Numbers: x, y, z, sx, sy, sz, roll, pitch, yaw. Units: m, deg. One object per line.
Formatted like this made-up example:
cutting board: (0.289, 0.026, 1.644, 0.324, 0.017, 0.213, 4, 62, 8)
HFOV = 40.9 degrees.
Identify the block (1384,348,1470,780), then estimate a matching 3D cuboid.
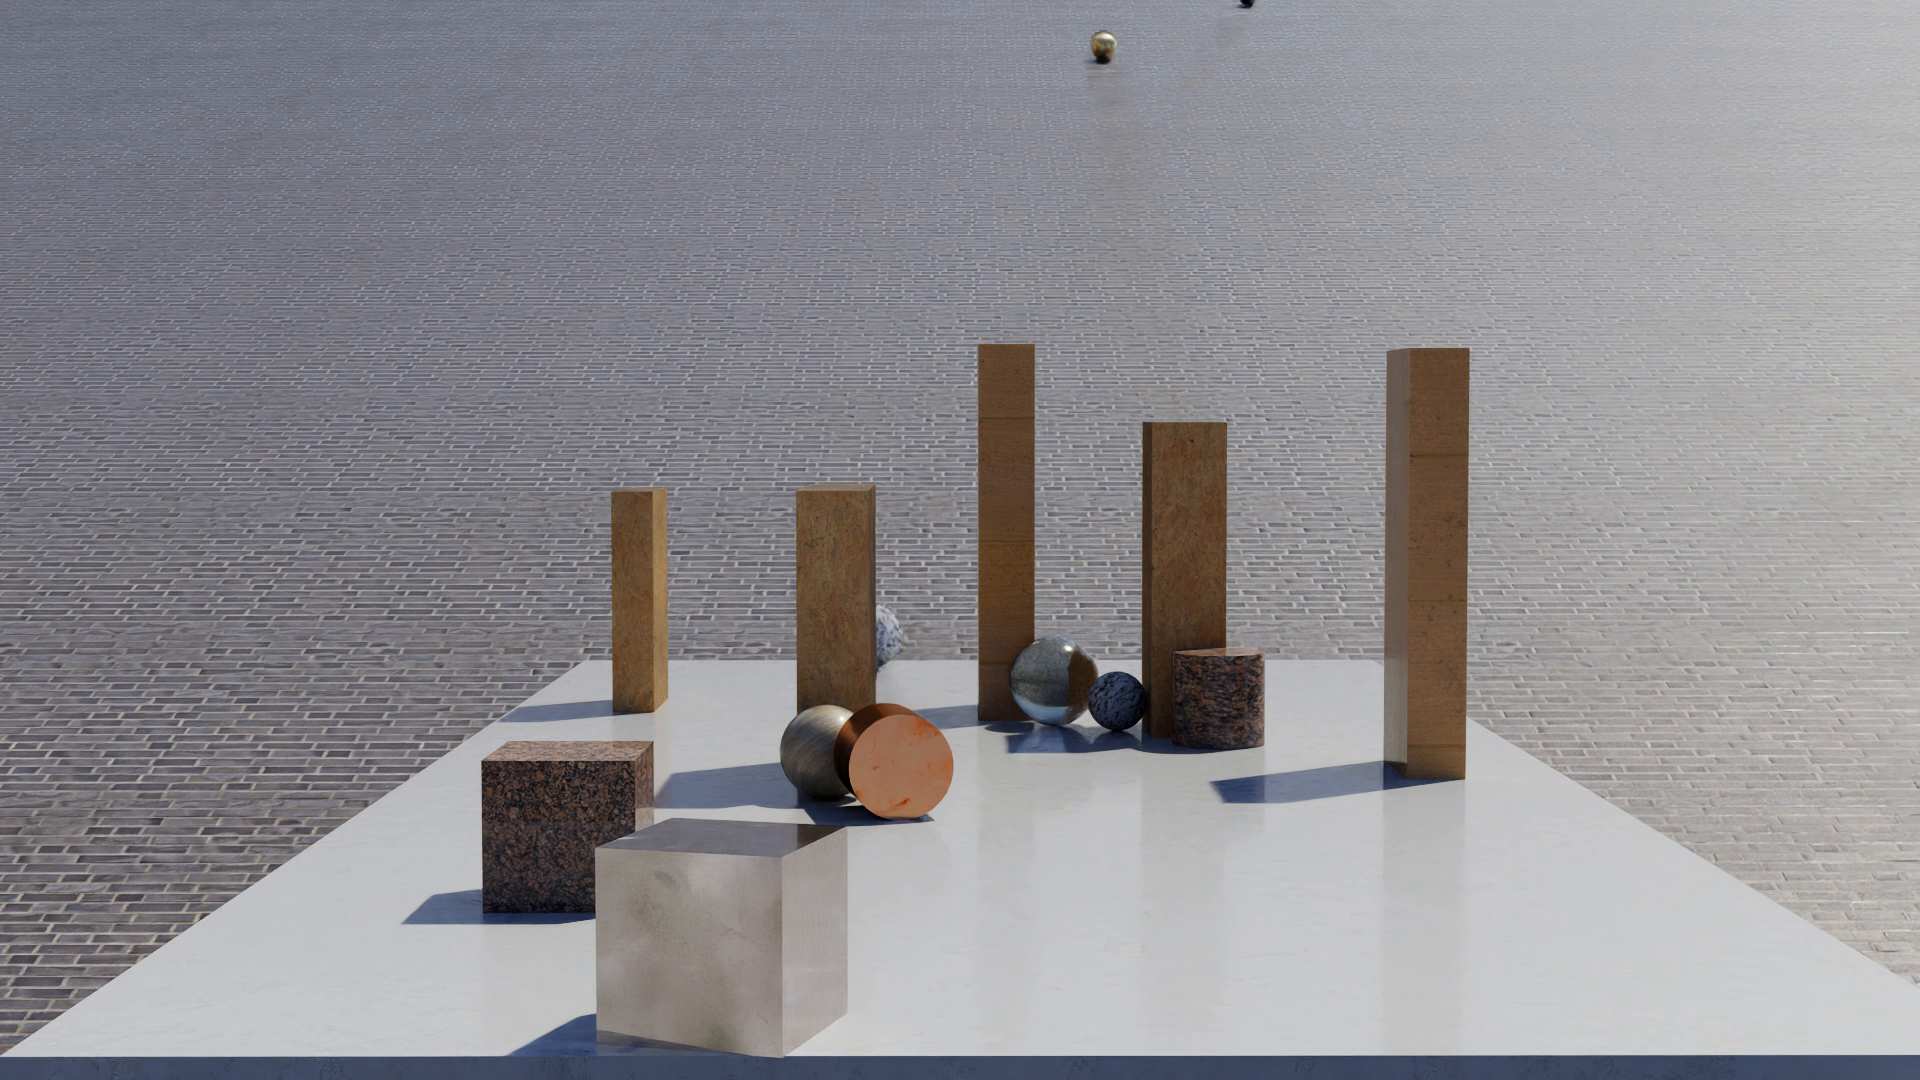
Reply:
block: (0.818, 0.036, 4.523, 0.101, 0.740, 0.242, 0, 3, 0)

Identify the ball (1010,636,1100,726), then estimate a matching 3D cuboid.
ball: (0.190, 0.283, 5.171, 0.181, 0.181, 0.181, 0, 22, 0)

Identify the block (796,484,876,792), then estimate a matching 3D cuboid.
block: (-0.212, 0.159, 4.470, 0.119, 0.501, 0.401, 0, 3, 0)

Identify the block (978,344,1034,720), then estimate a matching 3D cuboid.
block: (0.095, -0.022, 5.385, 0.114, 0.768, 0.294, 0, 3, 0)

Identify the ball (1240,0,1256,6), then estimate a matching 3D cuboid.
ball: (1.767, -3.329, 15.754, 0.105, 0.105, 0.105, 0, 22, 0)

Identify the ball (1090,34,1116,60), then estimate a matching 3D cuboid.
ball: (0.793, -2.722, 14.179, 0.144, 0.144, 0.144, 0, 22, 0)

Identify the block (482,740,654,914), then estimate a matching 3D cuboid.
block: (-0.506, 0.370, 3.341, 0.194, 0.194, 0.194, 0, 3, 0)

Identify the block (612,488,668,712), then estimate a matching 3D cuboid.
block: (-0.687, 0.124, 5.525, 0.087, 0.464, 0.269, 0, 3, 0)

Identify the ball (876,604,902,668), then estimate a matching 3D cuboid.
ball: (-0.222, 0.236, 6.319, 0.160, 0.160, 0.160, 0, 22, 0)

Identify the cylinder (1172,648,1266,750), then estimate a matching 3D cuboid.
cylinder: (0.491, 0.300, 4.889, 0.176, 0.176, 0.176, 0, 3, 0)

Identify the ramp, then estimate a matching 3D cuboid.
ramp: (0.050, 0.456, 4.533, 2.000, 0.100, 4.000, 0, 3, 0)

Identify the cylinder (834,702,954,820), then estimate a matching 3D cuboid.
cylinder: (-0.106, 0.348, 4.060, 0.165, 0.165, 0.165, -4, 4, -11)

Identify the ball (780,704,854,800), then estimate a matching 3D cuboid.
ball: (-0.218, 0.346, 4.201, 0.154, 0.154, 0.154, 0, 22, 0)

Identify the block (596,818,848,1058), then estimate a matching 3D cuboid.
block: (-0.241, 0.403, 2.642, 0.199, 0.199, 0.199, 1, 3, 16)

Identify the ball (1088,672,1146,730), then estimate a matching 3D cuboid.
ball: (0.311, 0.319, 5.092, 0.118, 0.118, 0.118, 0, 22, 0)

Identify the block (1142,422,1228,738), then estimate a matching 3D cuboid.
block: (0.442, 0.072, 5.093, 0.144, 0.610, 0.256, 0, 3, 0)
